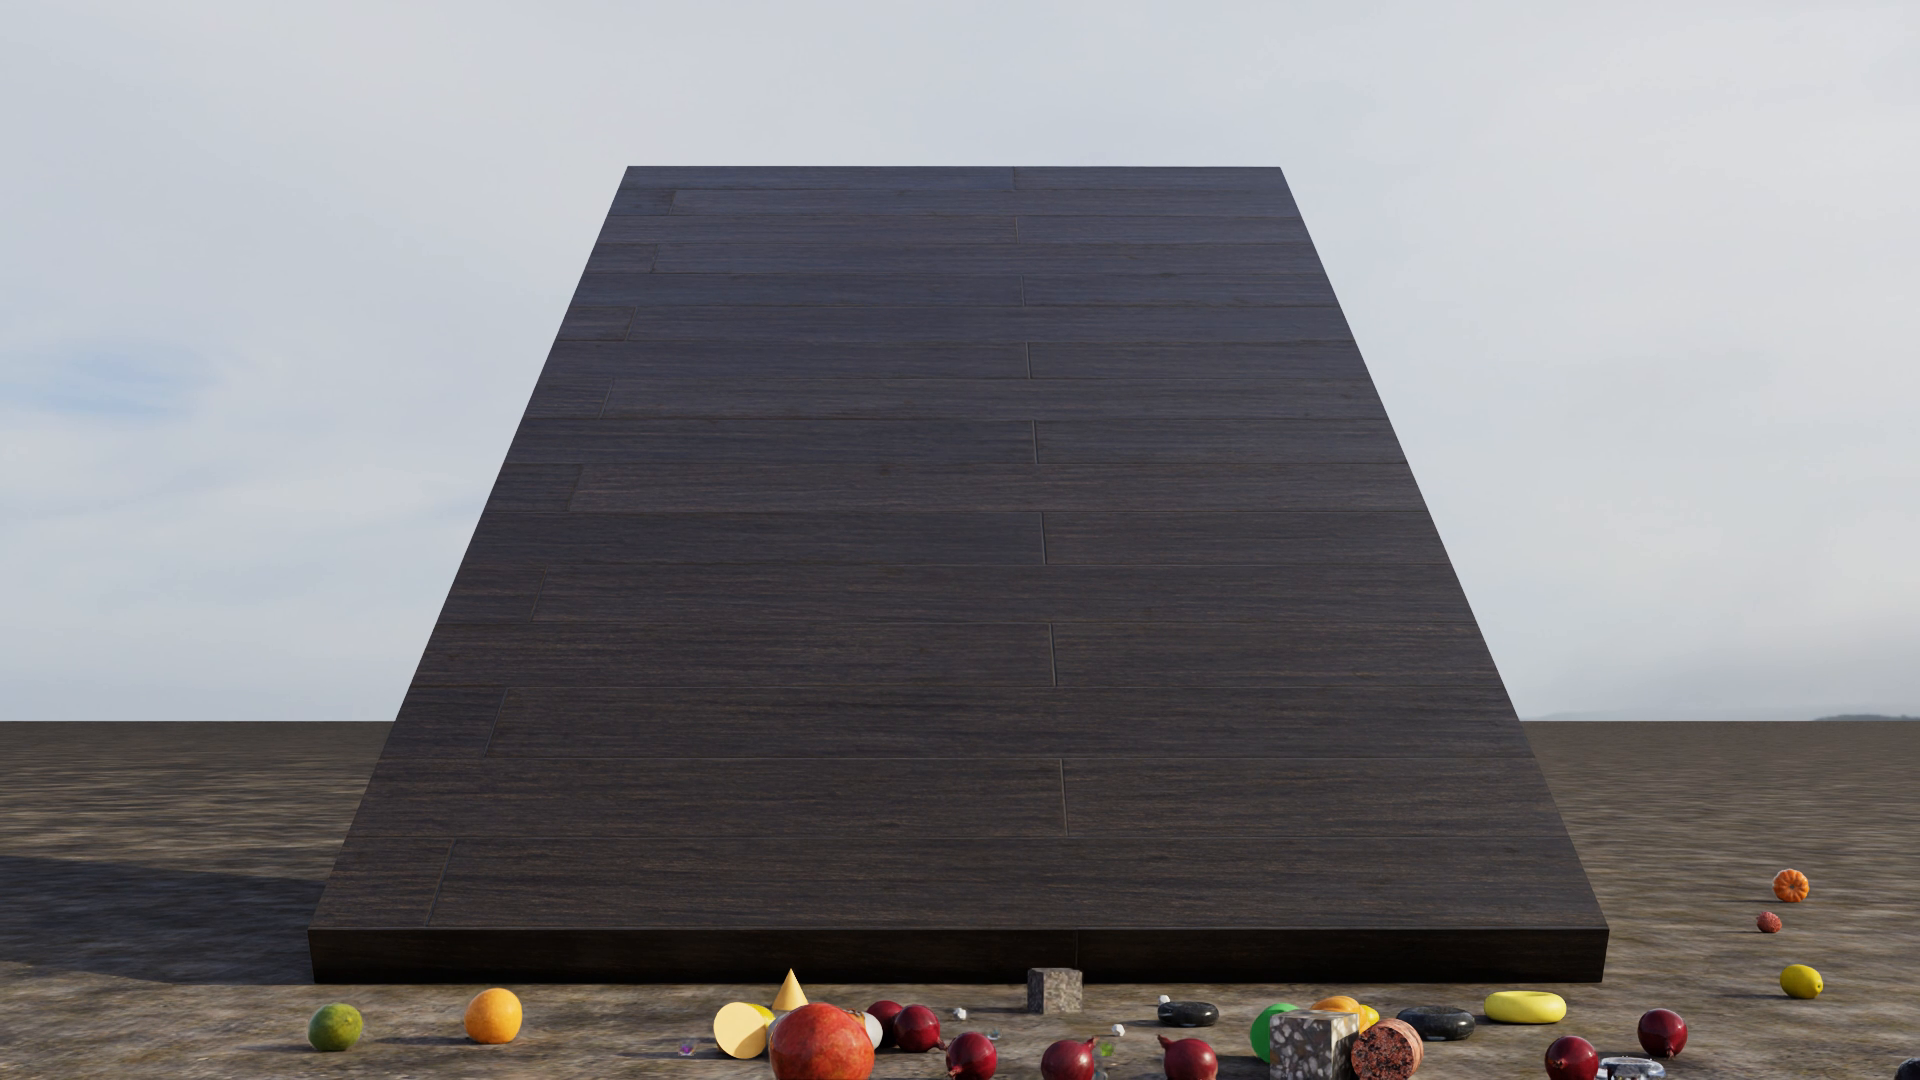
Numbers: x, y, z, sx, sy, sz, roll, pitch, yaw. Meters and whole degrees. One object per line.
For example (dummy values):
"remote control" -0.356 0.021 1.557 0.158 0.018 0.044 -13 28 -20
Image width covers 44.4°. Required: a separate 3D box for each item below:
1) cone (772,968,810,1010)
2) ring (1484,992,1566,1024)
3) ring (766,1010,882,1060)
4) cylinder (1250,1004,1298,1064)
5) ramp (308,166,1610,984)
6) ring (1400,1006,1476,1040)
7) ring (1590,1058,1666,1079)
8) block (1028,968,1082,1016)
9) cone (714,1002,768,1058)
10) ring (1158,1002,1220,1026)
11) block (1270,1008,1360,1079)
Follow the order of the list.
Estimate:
"cone" -0.241 0.638 3.350 0.056 0.056 0.056 0 -4 0
"ring" 0.769 0.637 3.206 0.110 0.037 0.110 0 -6 0
"ring" -0.167 0.608 2.894 0.144 0.048 0.144 -1 -4 0
"cylinder" 0.386 0.595 2.837 0.065 0.065 0.065 -1 -4 15
"ramp" -0.010 -0.229 5.436 2.000 0.100 4.000 0 26 0
"ring" 0.615 0.626 3.048 0.102 0.034 0.102 -1 -3 0
"ring" 0.753 0.600 2.653 0.082 0.027 0.082 0 -5 0
"block" 0.133 0.633 3.303 0.058 0.058 0.058 2 -5 -22
"cone" -0.283 0.616 2.894 0.072 0.072 0.072 3 -32 -32
"ring" 0.307 0.639 3.172 0.083 0.028 0.083 1 -5 0
"block" 0.403 0.577 2.673 0.076 0.076 0.076 -3 -5 33
